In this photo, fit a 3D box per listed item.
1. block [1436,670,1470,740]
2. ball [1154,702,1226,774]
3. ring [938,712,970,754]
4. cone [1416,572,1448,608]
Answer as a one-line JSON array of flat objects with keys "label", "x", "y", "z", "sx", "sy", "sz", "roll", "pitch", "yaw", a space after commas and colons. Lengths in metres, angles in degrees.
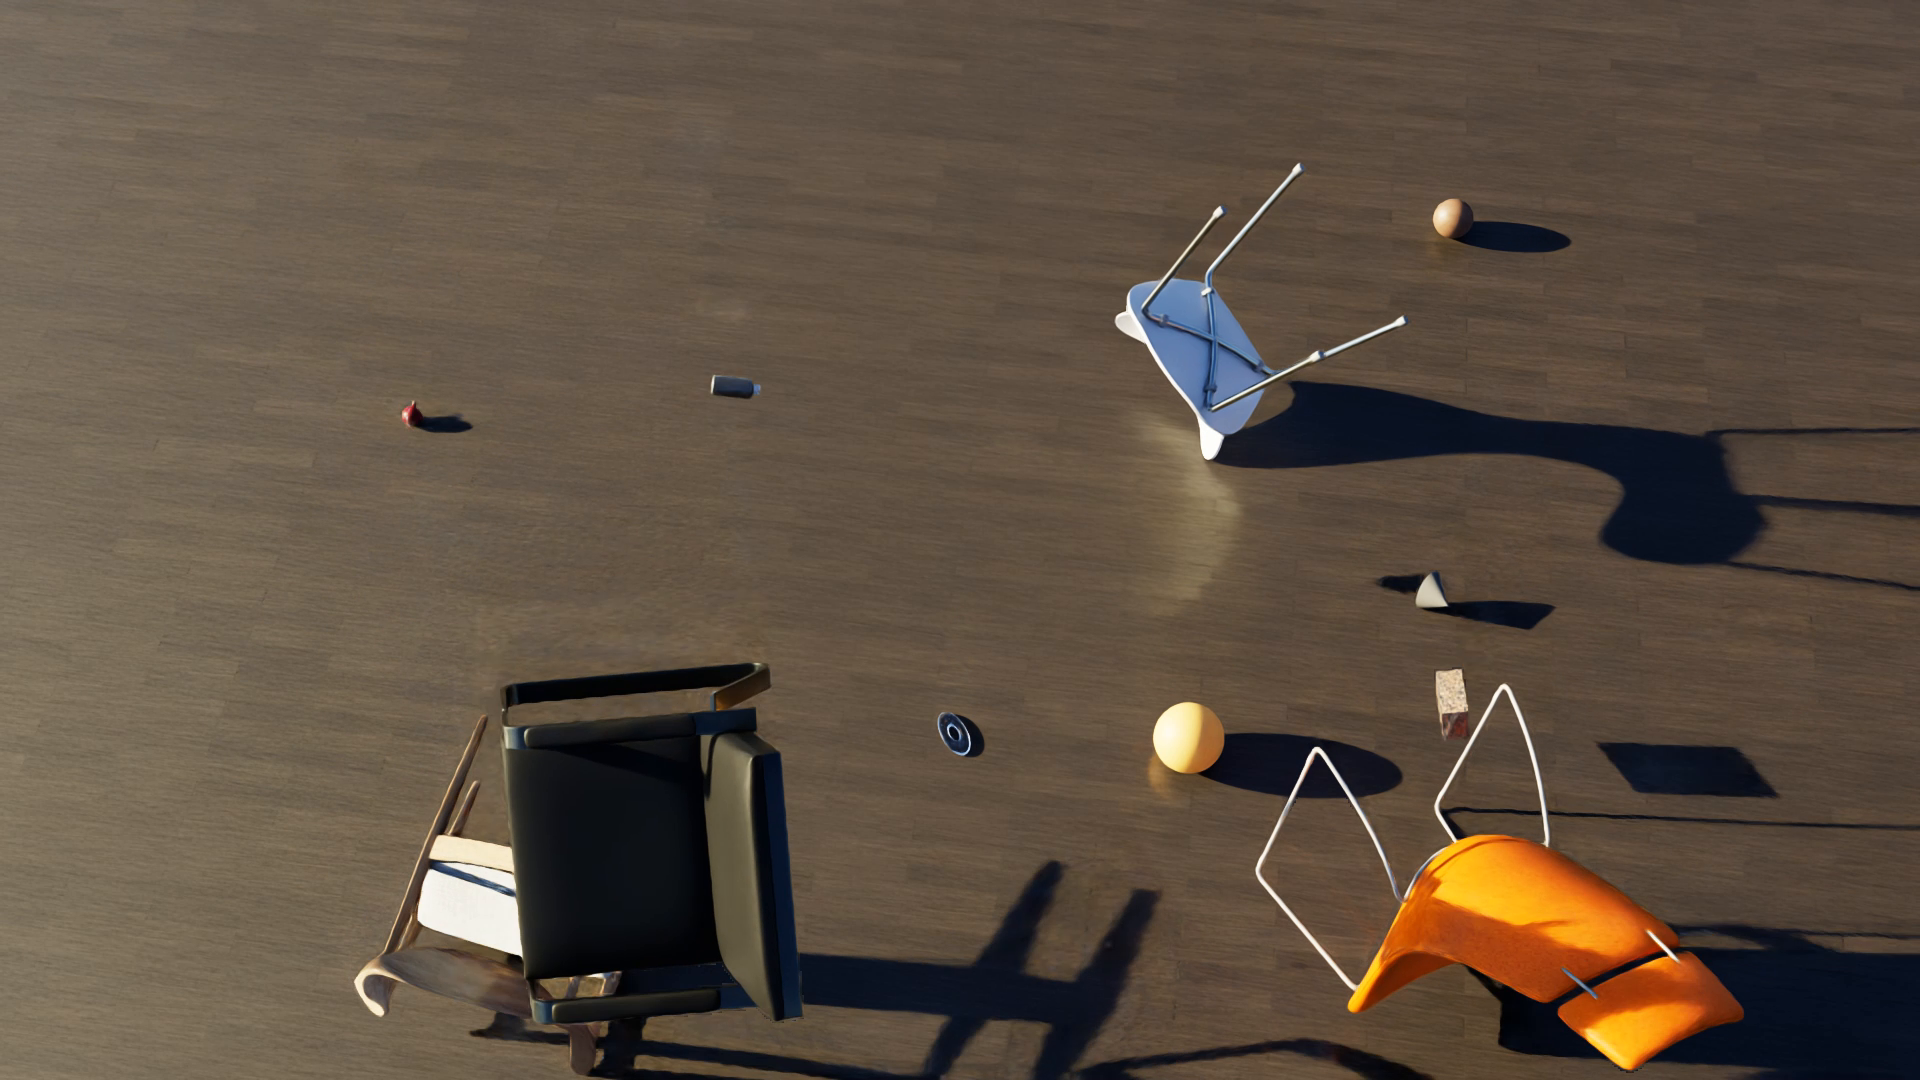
[{"label": "block", "x": 1.342, "y": 0.448, "z": 5.994, "sx": 0.069, "sy": 0.109, "sz": 0.154, "roll": -7, "pitch": 43, "yaw": 9}, {"label": "ball", "x": 0.635, "y": 0.548, "z": 6.088, "sx": 0.197, "sy": 0.197, "sz": 0.197, "roll": 0, "pitch": 56, "yaw": 0}, {"label": "ring", "x": -0.017, "y": 0.545, "z": 6.197, "sx": 0.075, "sy": 0.018, "sz": 0.148, "roll": -22, "pitch": 59, "yaw": -13}, {"label": "cone", "x": 1.385, "y": 0.169, "z": 6.371, "sx": 0.085, "sy": 0.135, "sz": 0.086, "roll": -16, "pitch": 42, "yaw": -29}]
